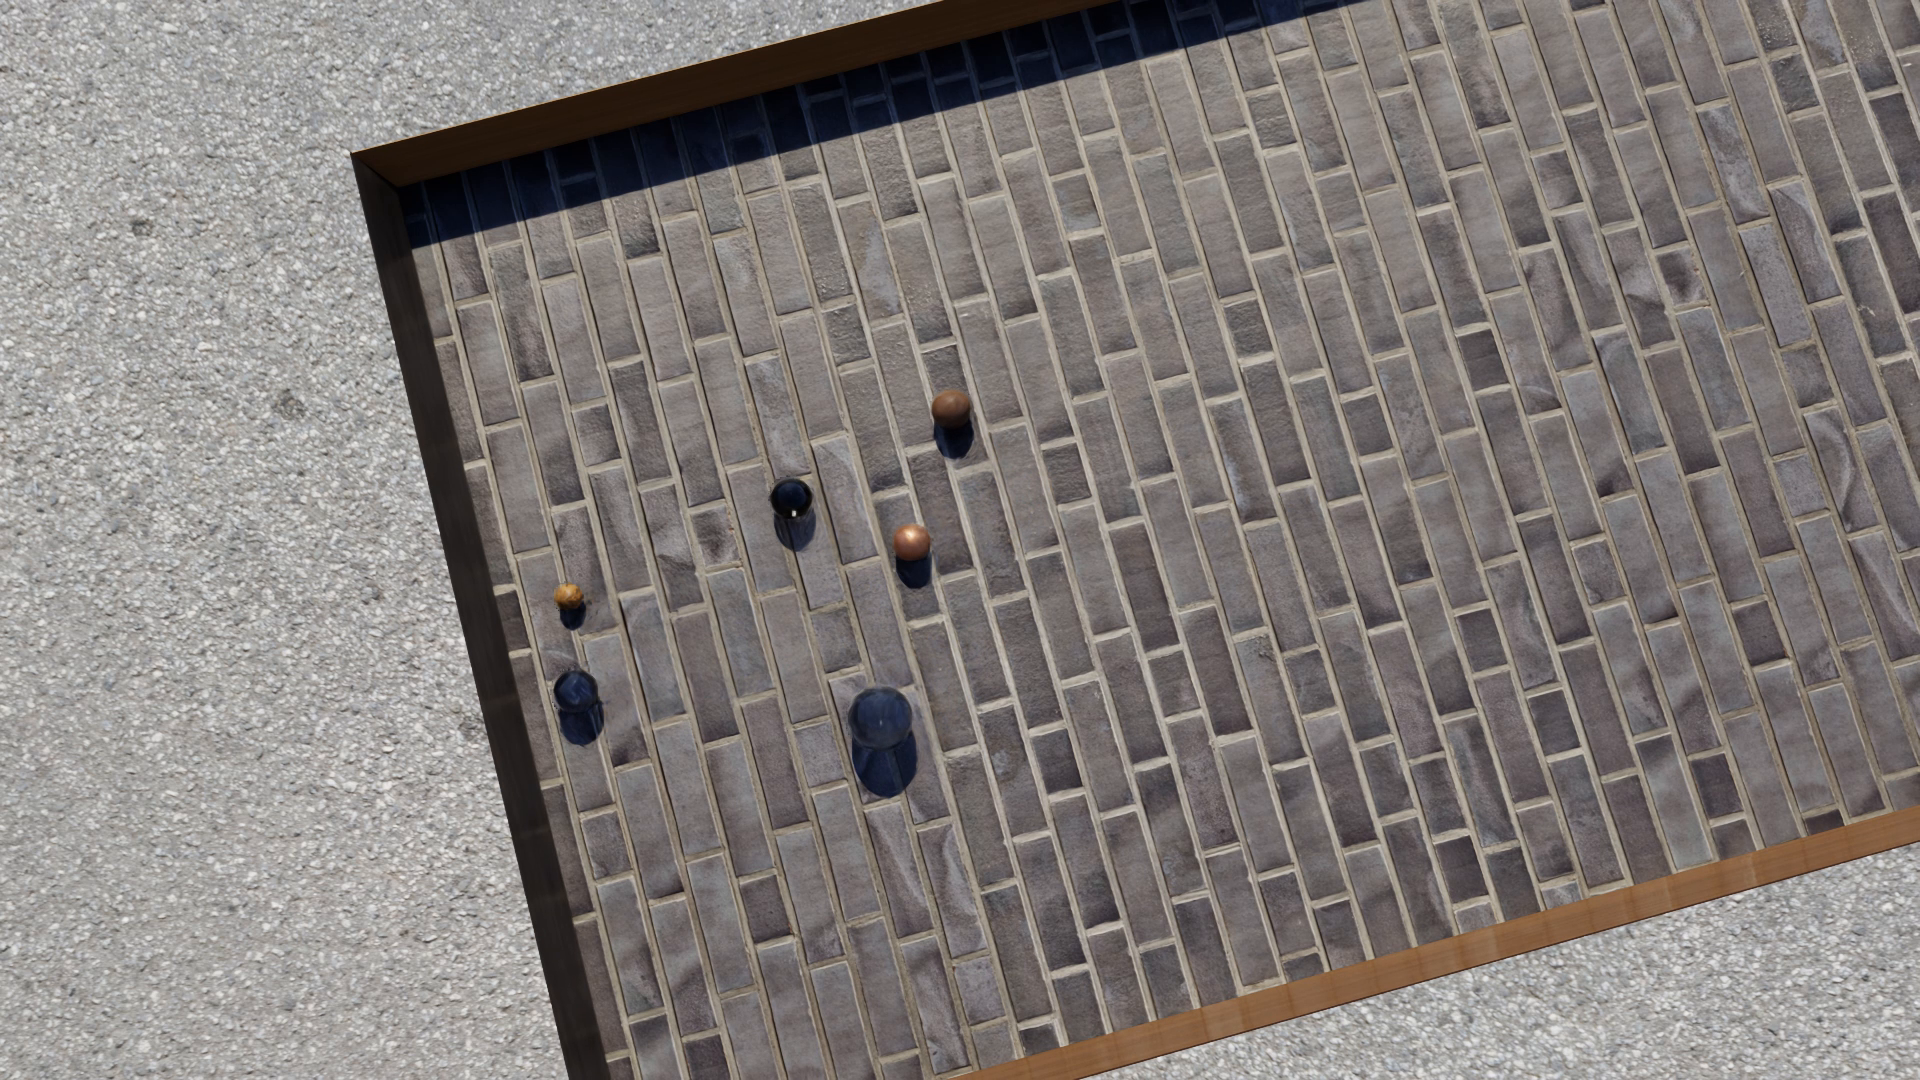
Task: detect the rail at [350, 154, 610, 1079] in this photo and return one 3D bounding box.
[{"bbox_3d":[-0.682,0.179,3.224,0.045,0.126,1.592,-15,80,-3],"label":"rail"}]

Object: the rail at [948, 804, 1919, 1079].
[{"bbox_3d":[0.910,0.536,3.160,2.926,0.126,0.045,-15,80,-3],"label":"rail"}]

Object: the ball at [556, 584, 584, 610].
[{"bbox_3d":[-0.584,0.085,3.286,0.041,0.041,0.041,0,80,0],"label":"ball"}]

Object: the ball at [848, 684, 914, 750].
[{"bbox_3d":[-0.117,0.260,3.225,0.097,0.097,0.097,0,80,0],"label":"ball"}]

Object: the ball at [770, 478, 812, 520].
[{"bbox_3d":[-0.253,-0.062,3.301,0.063,0.063,0.063,0,80,0],"label":"ball"}]

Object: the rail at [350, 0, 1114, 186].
[{"bbox_3d":[0.501,-0.929,3.425,2.926,0.126,0.045,-15,80,-3],"label":"rail"}]

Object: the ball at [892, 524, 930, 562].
[{"bbox_3d":[-0.072,0.004,3.292,0.057,0.057,0.057,0,80,0],"label":"ball"}]

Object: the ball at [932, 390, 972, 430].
[{"bbox_3d":[-0.013,-0.197,3.327,0.061,0.061,0.061,0,80,0],"label":"ball"}]

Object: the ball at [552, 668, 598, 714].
[{"bbox_3d":[-0.567,0.223,3.247,0.067,0.067,0.067,0,80,0],"label":"ball"}]
